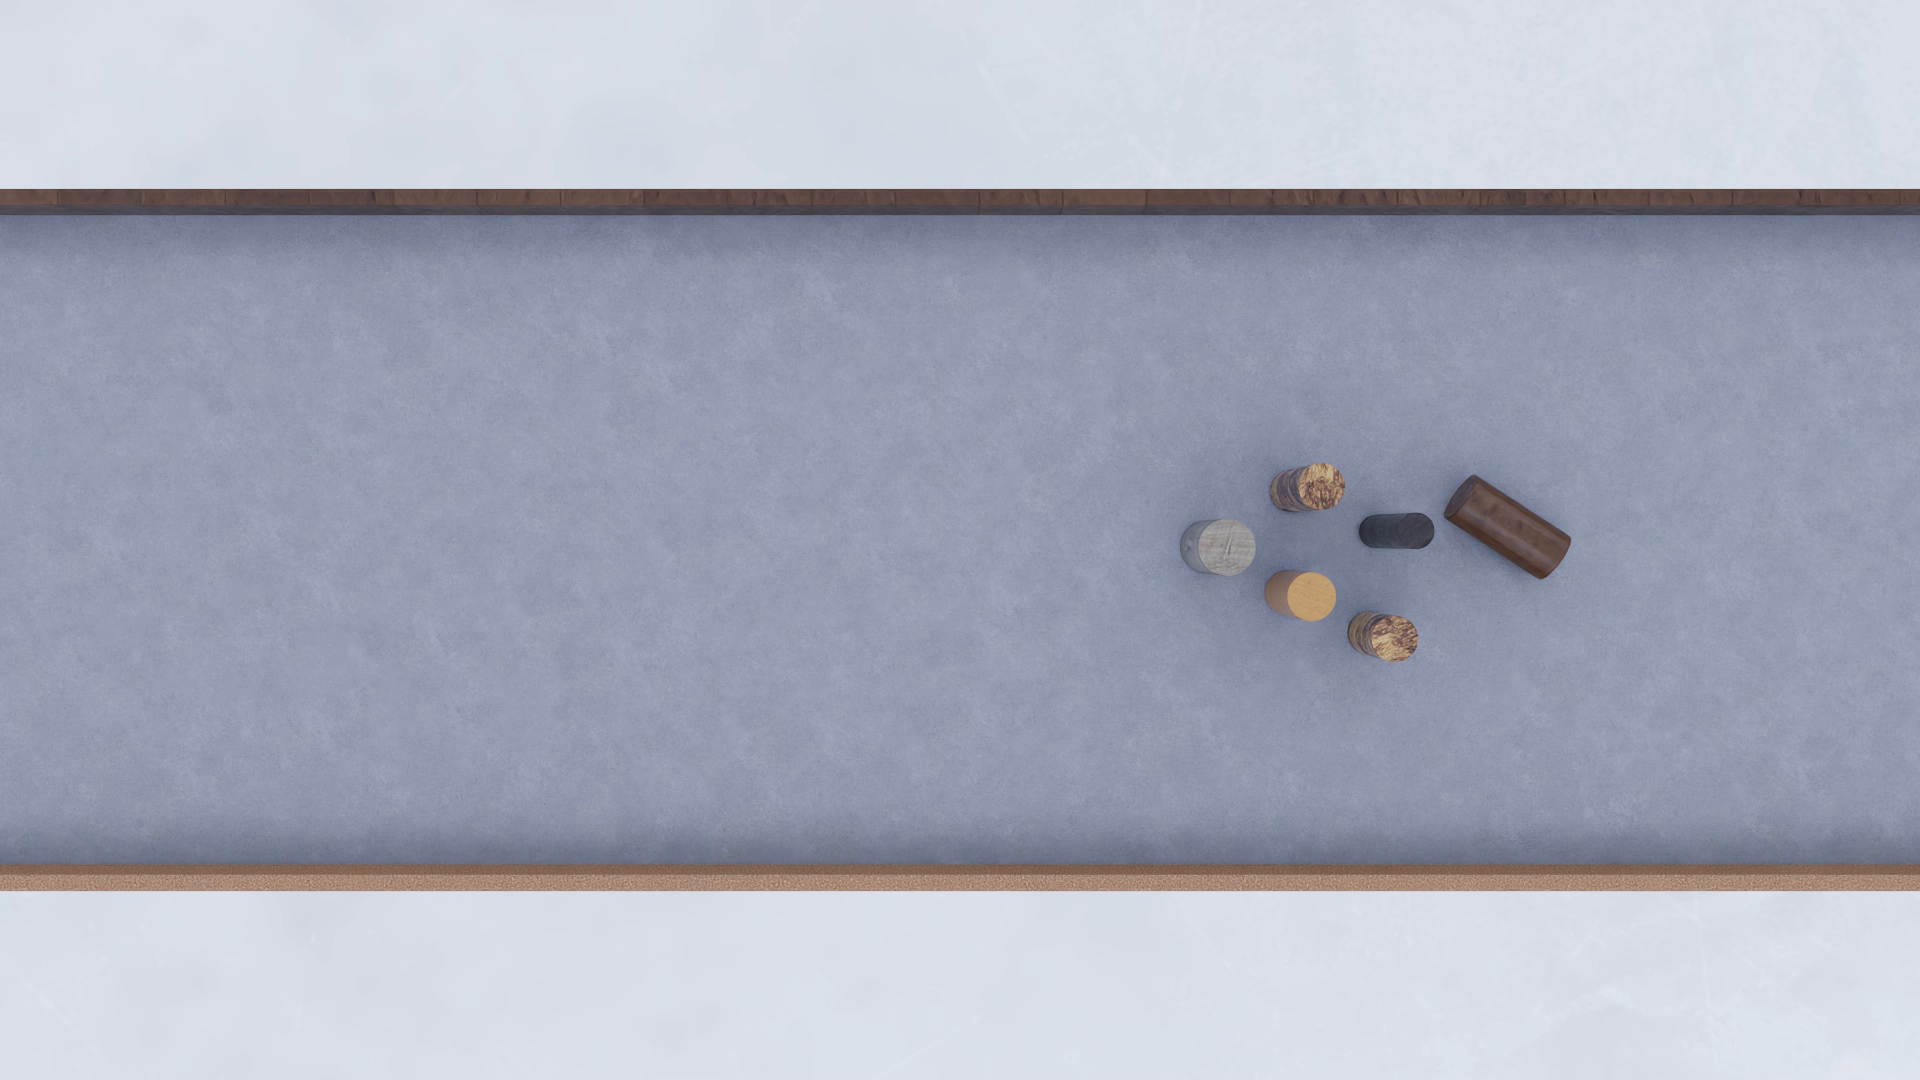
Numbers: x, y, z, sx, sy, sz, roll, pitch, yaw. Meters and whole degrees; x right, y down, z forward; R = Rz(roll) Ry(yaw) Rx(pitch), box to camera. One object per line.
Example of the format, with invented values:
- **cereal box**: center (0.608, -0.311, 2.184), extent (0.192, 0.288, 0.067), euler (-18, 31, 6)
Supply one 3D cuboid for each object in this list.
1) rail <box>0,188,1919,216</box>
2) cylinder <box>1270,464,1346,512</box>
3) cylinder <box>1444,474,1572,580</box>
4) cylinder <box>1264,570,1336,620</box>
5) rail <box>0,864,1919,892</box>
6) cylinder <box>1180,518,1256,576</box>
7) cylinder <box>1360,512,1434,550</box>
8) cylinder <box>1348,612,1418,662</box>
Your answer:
- **rail**: center (-2.247, -1.025, 5.002), extent (12.000, 0.150, 0.050), euler (0, 90, 0)
- **cylinder**: center (1.018, -0.151, 4.859), extent (0.131, 0.436, 0.131), euler (0, 90, 0)
- **cylinder**: center (1.657, -0.039, 4.997), extent (0.340, 0.159, 0.159), euler (33, 90, 0)
- **cylinder**: center (1.008, 0.162, 4.901), extent (0.140, 0.350, 0.140), euler (0, 90, 0)
- **rail**: center (-2.247, 1.025, 5.001), extent (12.000, 0.150, 0.050), euler (0, 90, 0)
- **cylinder**: center (0.759, 0.021, 4.881), extent (0.163, 0.391, 0.163), euler (0, 90, 0)
- **cylinder**: center (1.280, -0.026, 4.852), extent (0.104, 0.449, 0.104), euler (0, 90, 0)
- **cylinder**: center (1.259, 0.286, 4.925), extent (0.134, 0.302, 0.134), euler (0, 90, 0)
